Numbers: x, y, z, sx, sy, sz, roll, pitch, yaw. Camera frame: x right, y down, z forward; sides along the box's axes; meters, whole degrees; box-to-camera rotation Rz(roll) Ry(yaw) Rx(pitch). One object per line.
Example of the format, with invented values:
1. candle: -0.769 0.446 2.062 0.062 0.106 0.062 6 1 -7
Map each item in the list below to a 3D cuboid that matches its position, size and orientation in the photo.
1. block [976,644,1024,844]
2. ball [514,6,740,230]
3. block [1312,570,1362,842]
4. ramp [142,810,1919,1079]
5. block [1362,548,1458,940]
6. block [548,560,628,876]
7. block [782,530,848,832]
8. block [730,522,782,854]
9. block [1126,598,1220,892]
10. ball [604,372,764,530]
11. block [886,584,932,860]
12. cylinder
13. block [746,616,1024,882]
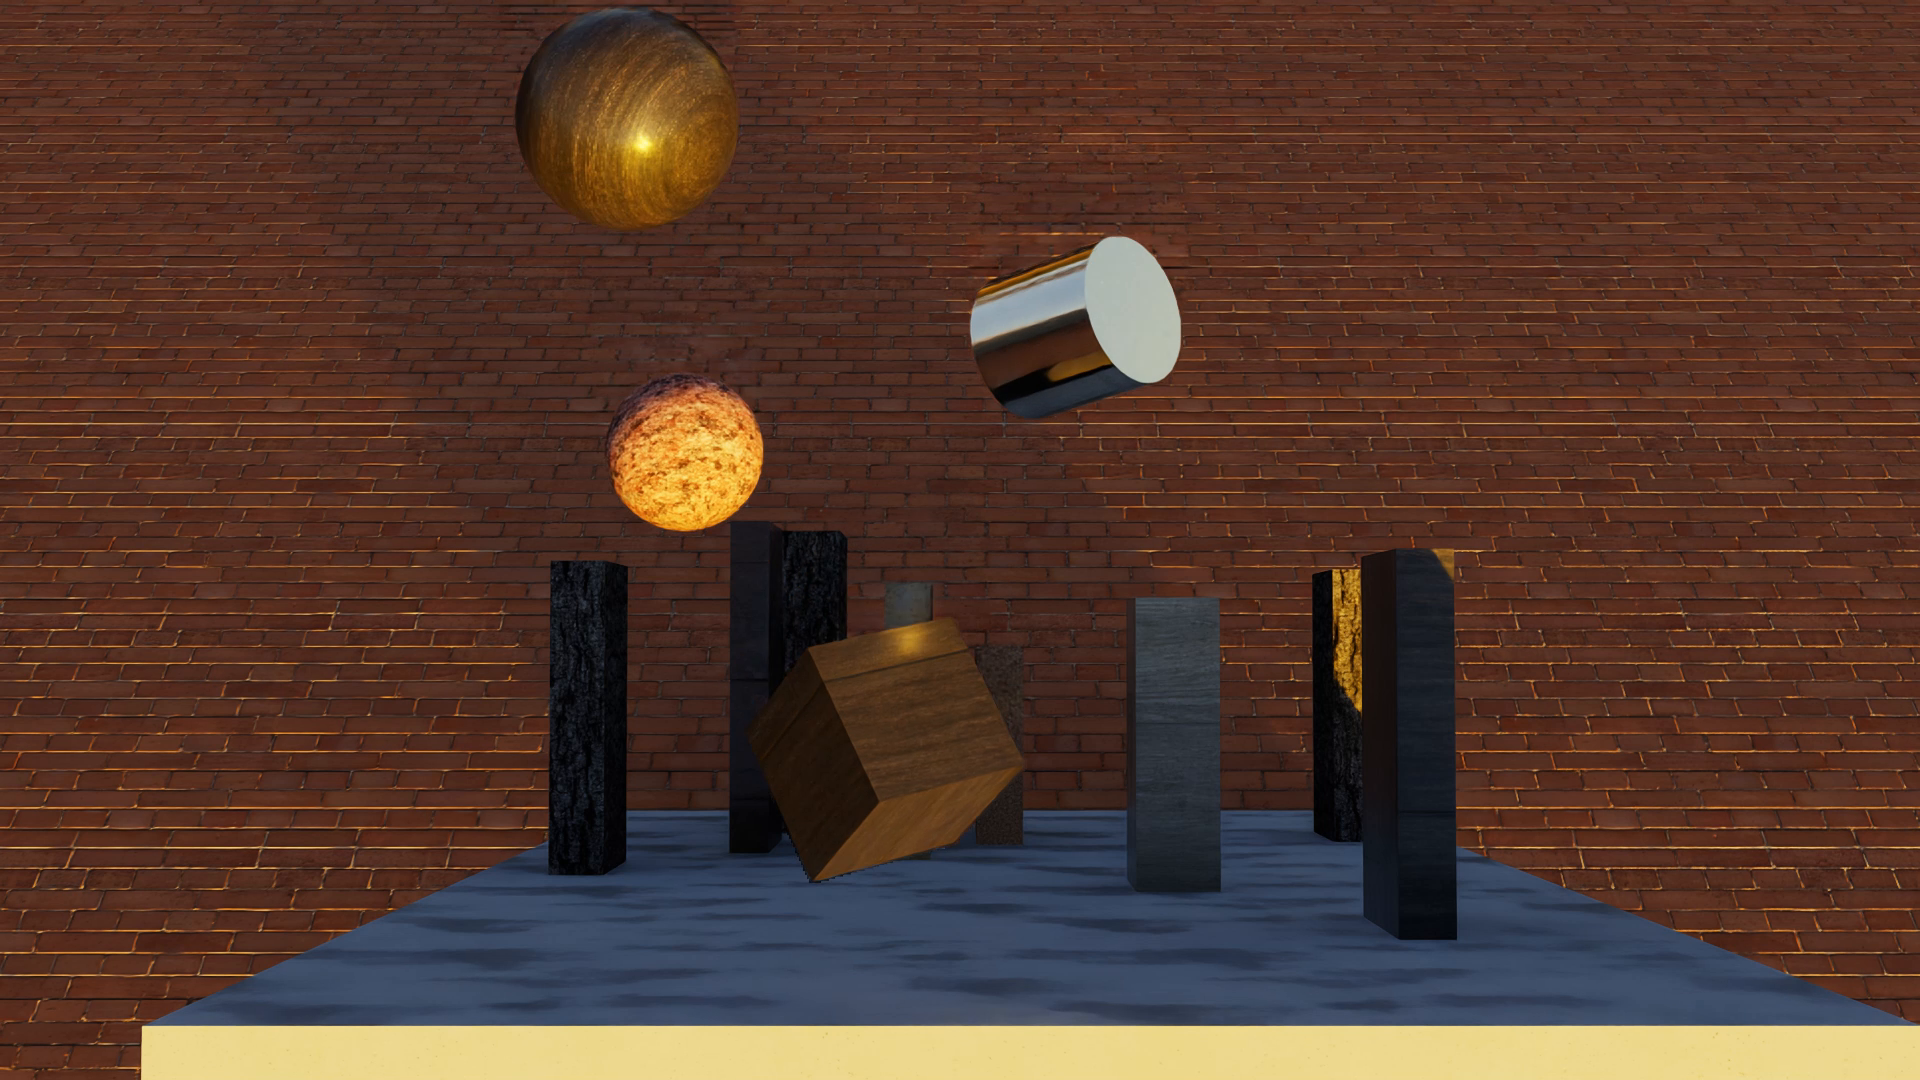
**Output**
1. block: 0.087 0.457 5.914 0.101 0.438 0.443 0 -2 0
2. ball: -0.297 -0.376 2.323 0.199 0.199 0.199 0 37 0
3. block: 0.892 0.375 5.947 0.124 0.604 0.336 0 -2 0
4. ramp: 0.081 0.683 4.918 2.000 0.100 4.000 0 -2 0
5. block: 0.684 0.306 3.983 0.085 0.572 0.334 0 -2 0
6. block: -0.725 0.343 5.091 0.104 0.594 0.335 0 -2 0
7. block: -0.356 0.340 6.279 0.148 0.704 0.415 0 -2 0
8. block: -0.442 0.317 5.663 0.082 0.696 0.404 0 -2 0
9. block: 0.384 0.365 4.703 0.148 0.517 0.251 0 -2 0
10. ball: -0.274 -0.088 2.582 0.157 0.157 0.157 0 37 0
11. block: -0.106 0.377 5.494 0.091 0.560 0.425 0 -2 0
12. cylinder: 0.136 -0.247 3.049 0.175 0.175 0.175 -16 22 41
13. block: -0.091 0.244 3.046 0.202 0.202 0.202 -11 64 -34
